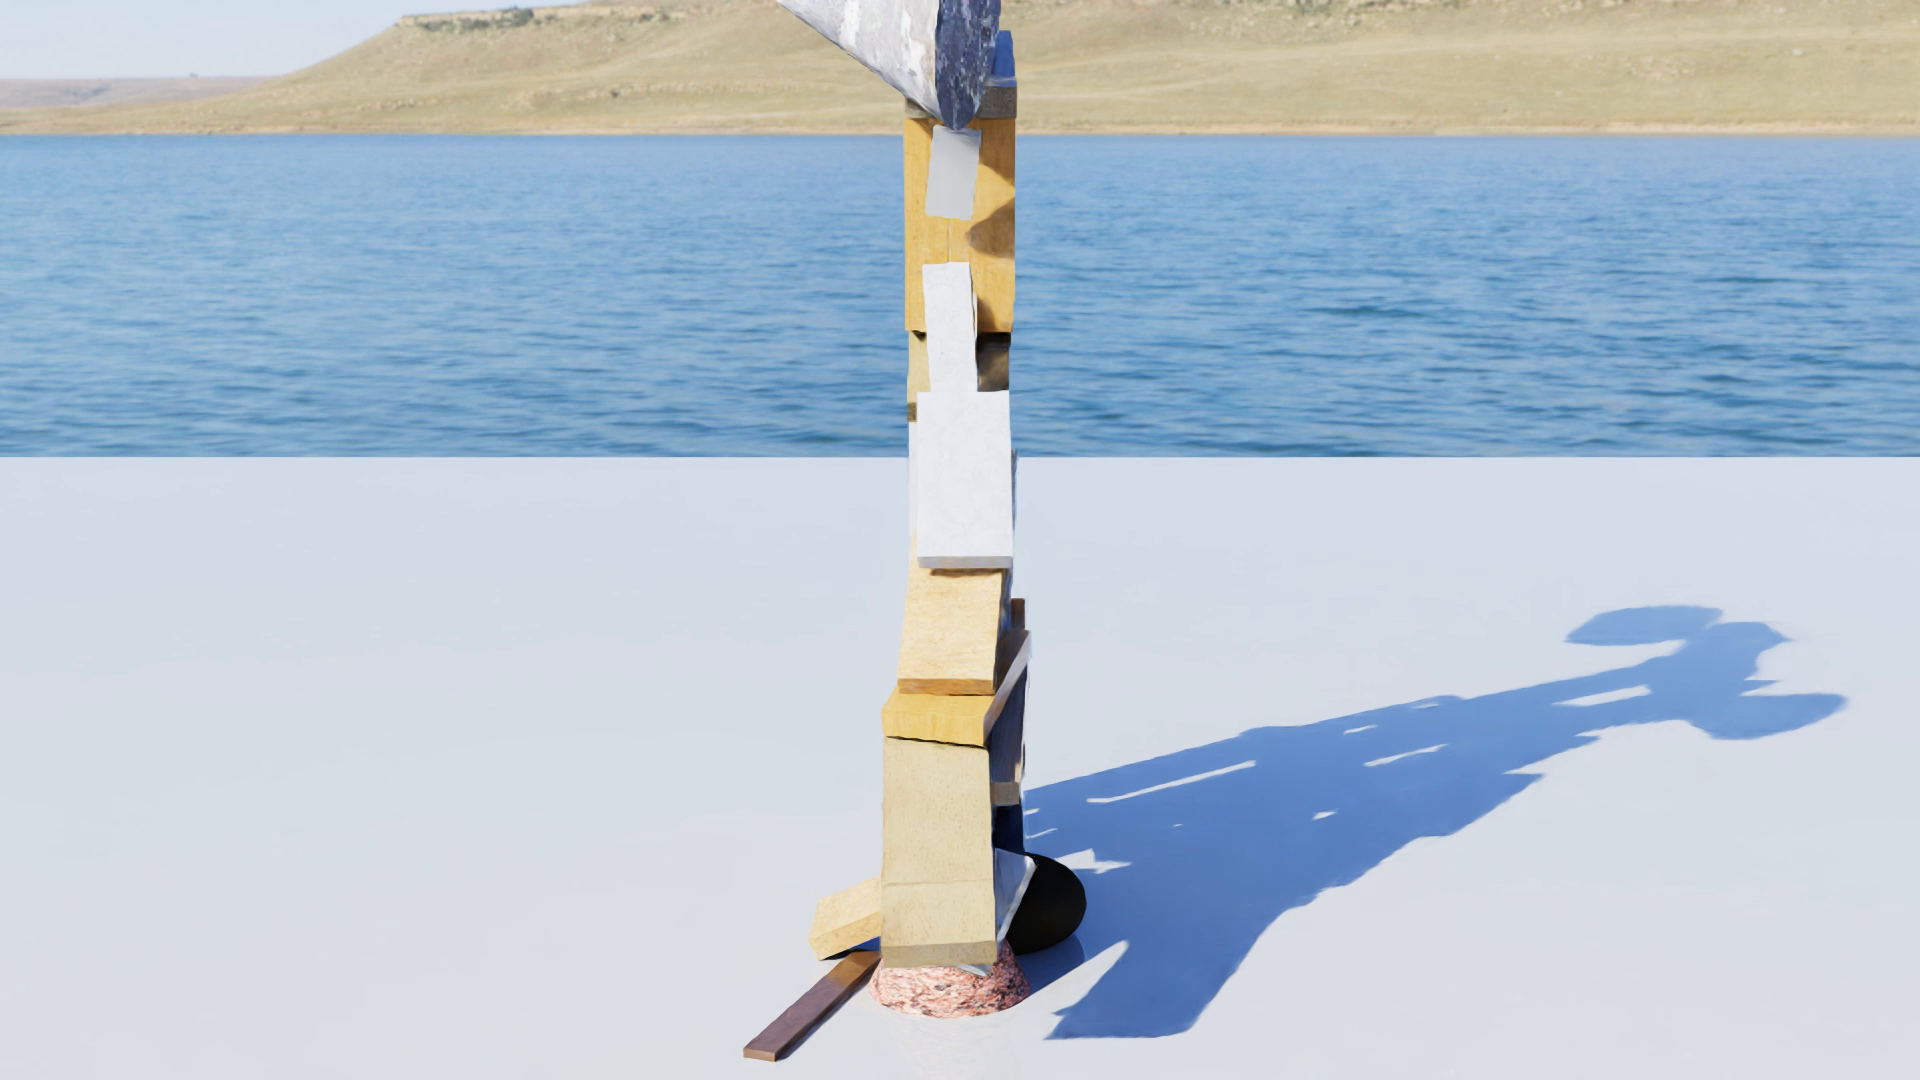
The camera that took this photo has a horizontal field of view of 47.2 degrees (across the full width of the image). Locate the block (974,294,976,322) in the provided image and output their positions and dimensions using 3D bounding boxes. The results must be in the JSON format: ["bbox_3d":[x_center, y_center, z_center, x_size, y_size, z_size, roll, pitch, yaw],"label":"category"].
[{"bbox_3d":[-0.003,-0.331,3.495,0.058,0.117,0.017,-1,-2,0],"label":"block"}]

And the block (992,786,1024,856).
[{"bbox_3d":[0.028,0.431,3.398,0.133,0.038,0.266,7,29,-4],"label":"block"}]

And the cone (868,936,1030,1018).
[{"bbox_3d":[-0.016,0.545,3.248,0.242,0.242,0.242,0,11,0],"label":"cone"}]

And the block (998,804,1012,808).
[{"bbox_3d":[0.053,0.350,3.440,0.072,0.020,0.143,8,47,0],"label":"block"}]

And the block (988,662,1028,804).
[{"bbox_3d":[0.021,0.280,3.288,0.149,0.042,0.299,1,34,4],"label":"block"}]

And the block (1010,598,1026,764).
[{"bbox_3d":[0.032,0.232,3.599,0.147,0.293,0.042,2,-30,-2],"label":"block"}]

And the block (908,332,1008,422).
[{"bbox_3d":[-0.002,-0.328,3.583,0.160,0.045,0.320,0,52,0],"label":"block"}]

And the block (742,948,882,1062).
[{"bbox_3d":[-0.206,0.671,3.195,0.048,0.014,0.400,4,11,20],"label":"block"}]

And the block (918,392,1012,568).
[{"bbox_3d":[0.007,-0.092,3.301,0.139,0.279,0.040,-1,-27,1],"label":"block"}]

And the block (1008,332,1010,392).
[{"bbox_3d":[-0.001,-0.504,3.747,0.173,0.585,0.049,0,19,0],"label":"block"}]

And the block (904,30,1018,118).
[{"bbox_3d":[0.000,-0.752,3.536,0.173,0.049,0.346,0,27,0],"label":"block"}]

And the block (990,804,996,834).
[{"bbox_3d":[0.032,0.403,3.343,0.048,0.014,0.096,5,44,3],"label":"block"}]

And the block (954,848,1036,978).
[{"bbox_3d":[0.030,0.507,3.023,0.087,0.025,0.174,12,60,26],"label":"block"}]

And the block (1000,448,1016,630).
[{"bbox_3d":[0.011,-0.004,3.376,0.140,0.279,0.040,2,0,8],"label":"block"}]

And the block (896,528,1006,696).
[{"bbox_3d":[-0.009,0.102,3.255,0.139,0.040,0.279,0,51,7],"label":"block"}]

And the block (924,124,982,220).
[{"bbox_3d":[-0.011,-0.563,3.371,0.073,0.147,0.021,7,39,0],"label":"block"}]

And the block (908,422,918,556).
[{"bbox_3d":[-0.002,-0.050,3.545,0.160,0.320,0.045,0,1,-1],"label":"block"}]

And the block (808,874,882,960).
[{"bbox_3d":[-0.101,0.555,3.403,0.266,0.038,0.133,-24,15,12],"label":"block"}]

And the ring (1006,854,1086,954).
[{"bbox_3d":[0.051,0.574,3.488,0.300,0.100,0.300,-1,11,0],"label":"ring"}]

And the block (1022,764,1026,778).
[{"bbox_3d":[0.041,0.327,3.406,0.072,0.020,0.143,-16,35,-14],"label":"block"}]

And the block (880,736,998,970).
[{"bbox_3d":[-0.030,0.418,3.026,0.149,0.042,0.408,-3,37,1],"label":"block"}]

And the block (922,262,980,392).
[{"bbox_3d":[-0.007,-0.223,3.403,0.073,0.409,0.021,-3,3,9],"label":"block"}]

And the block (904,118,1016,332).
[{"bbox_3d":[0.000,-0.507,3.496,0.173,0.346,0.049,0,17,0],"label":"block"}]

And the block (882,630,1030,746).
[{"bbox_3d":[-0.002,0.210,3.274,0.149,0.042,0.299,5,24,14],"label":"block"}]

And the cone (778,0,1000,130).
[{"bbox_3d":[-0.129,-0.765,3.194,0.299,0.299,0.299,11,13,16],"label":"cone"}]

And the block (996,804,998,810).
[{"bbox_3d":[0.038,0.381,3.384,0.048,0.014,0.096,9,47,2],"label":"block"}]
